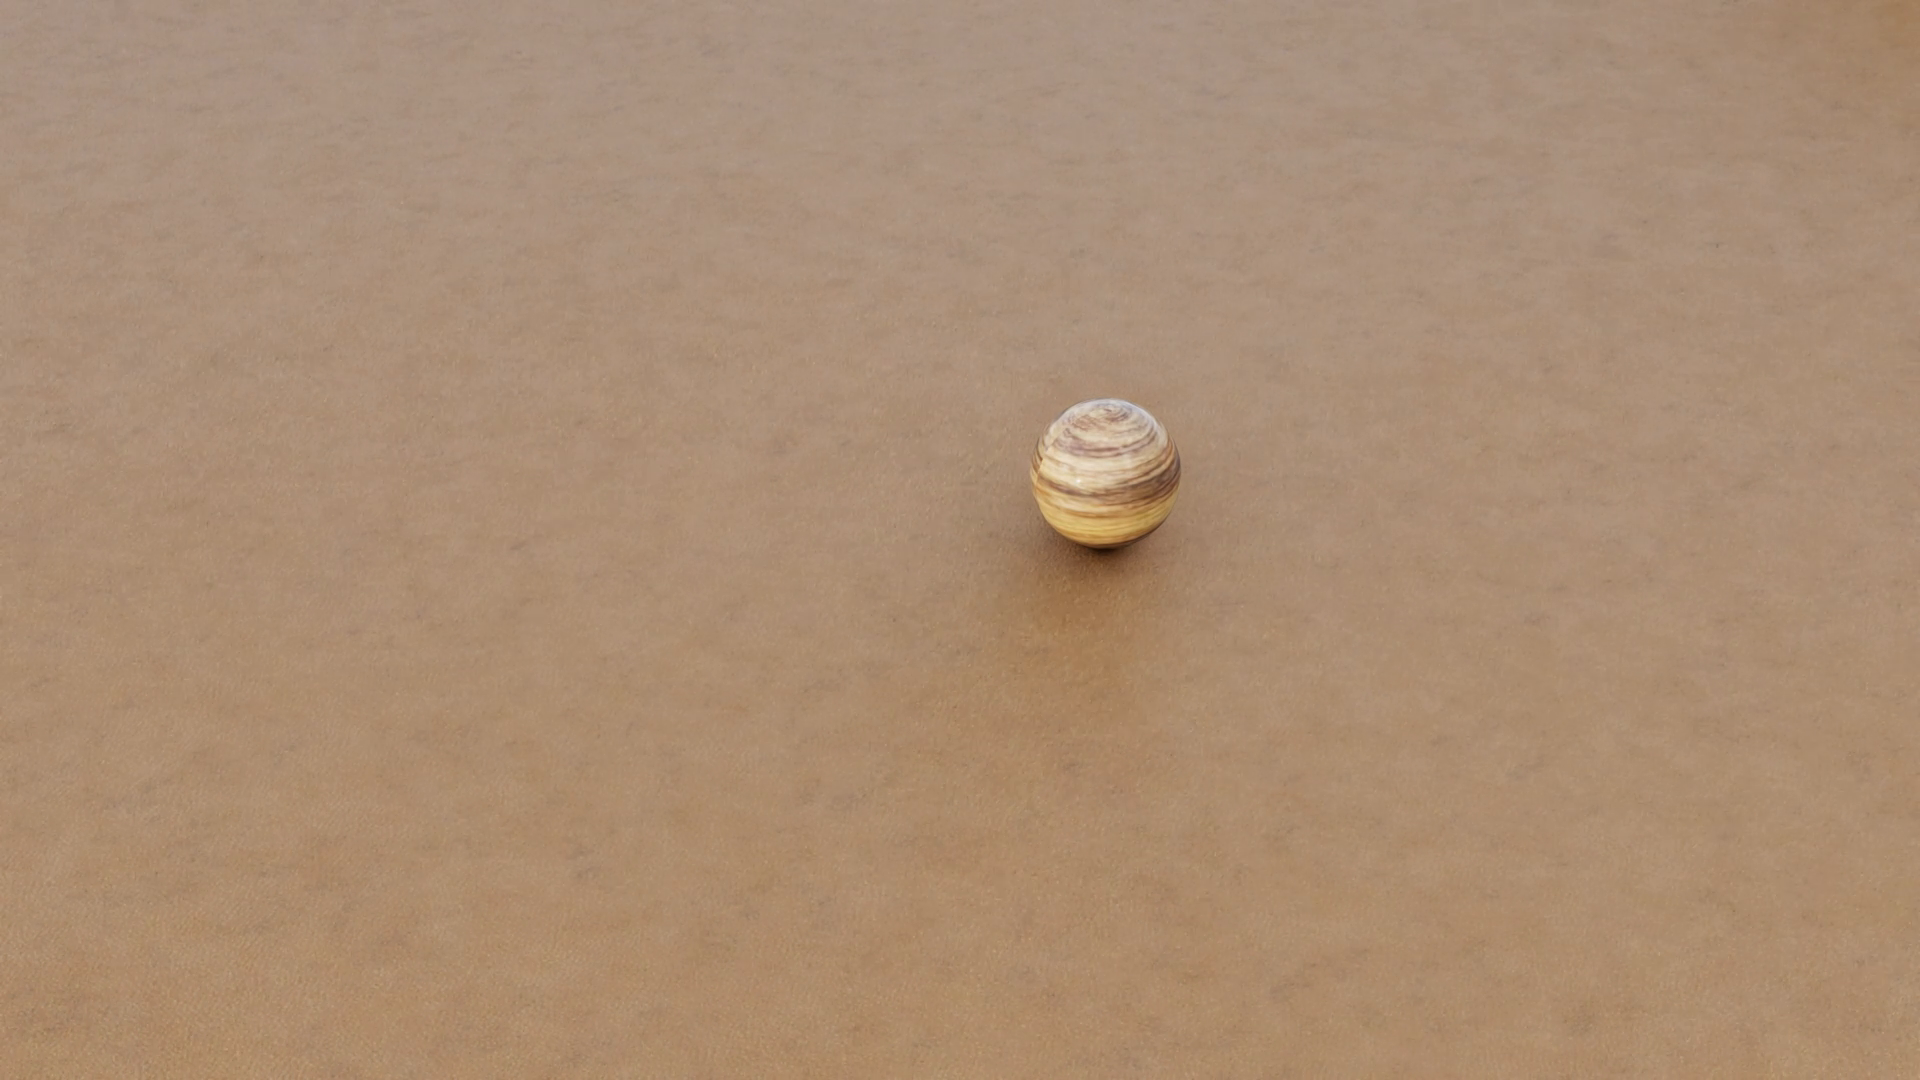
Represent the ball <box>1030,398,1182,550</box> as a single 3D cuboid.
[{"bbox_3d":[0.086,-0.040,1.743,0.090,0.090,0.090,0,31,0],"label":"ball"}]
